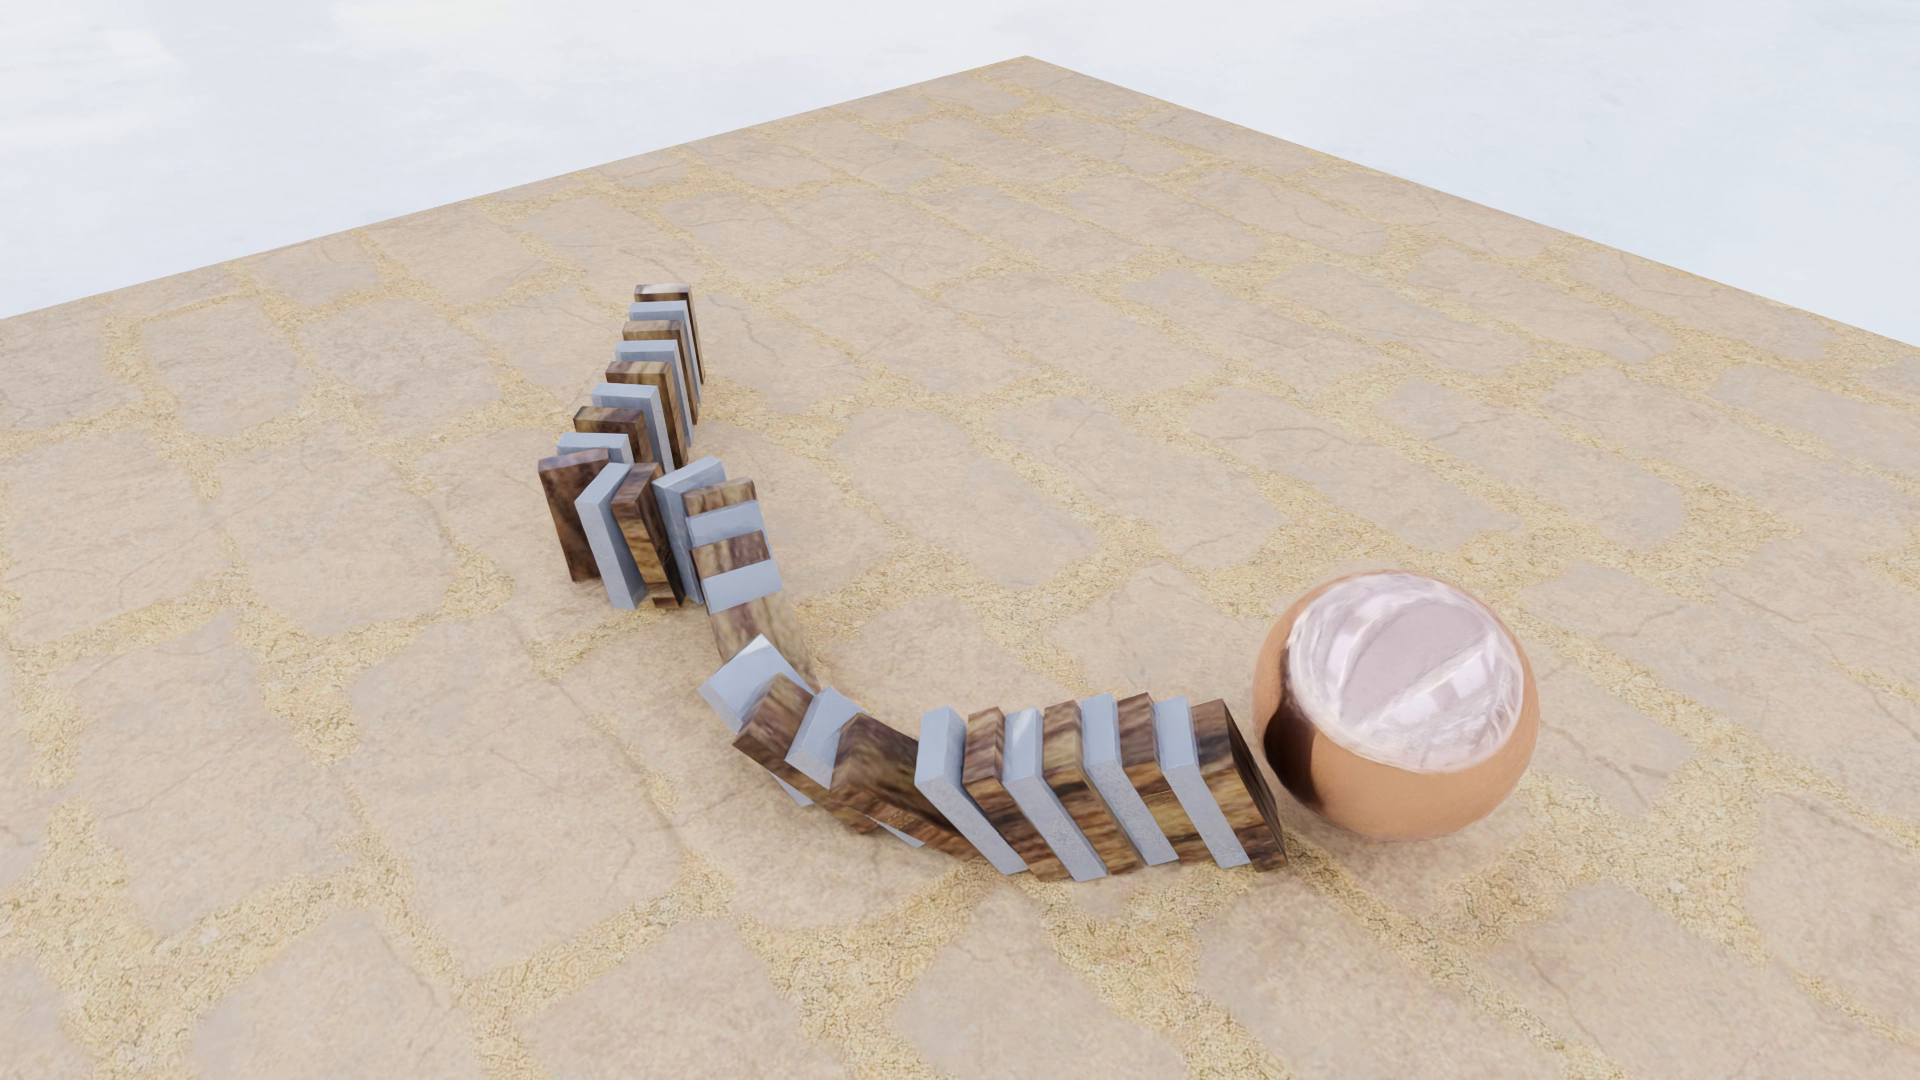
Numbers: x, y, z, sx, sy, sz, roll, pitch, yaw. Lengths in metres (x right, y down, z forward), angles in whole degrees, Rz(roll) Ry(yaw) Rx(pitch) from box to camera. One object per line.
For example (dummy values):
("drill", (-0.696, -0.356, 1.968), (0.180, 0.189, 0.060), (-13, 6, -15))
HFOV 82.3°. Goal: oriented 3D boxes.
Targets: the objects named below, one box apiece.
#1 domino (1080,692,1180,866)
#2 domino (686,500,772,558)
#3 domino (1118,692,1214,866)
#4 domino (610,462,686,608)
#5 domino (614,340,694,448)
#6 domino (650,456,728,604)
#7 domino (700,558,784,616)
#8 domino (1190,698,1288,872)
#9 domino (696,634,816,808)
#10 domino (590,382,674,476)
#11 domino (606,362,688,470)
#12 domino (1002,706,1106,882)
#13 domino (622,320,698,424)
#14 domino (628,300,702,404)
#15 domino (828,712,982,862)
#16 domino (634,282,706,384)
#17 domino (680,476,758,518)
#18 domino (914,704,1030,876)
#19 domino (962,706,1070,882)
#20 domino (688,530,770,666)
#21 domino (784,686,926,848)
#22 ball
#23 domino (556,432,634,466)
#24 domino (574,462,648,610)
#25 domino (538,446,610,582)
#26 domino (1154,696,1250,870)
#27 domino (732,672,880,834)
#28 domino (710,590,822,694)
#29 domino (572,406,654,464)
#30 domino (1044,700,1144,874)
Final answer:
("domino", (0.050, 0.071, 0.326), (0.010, 0.050, 0.025), (-20, 35, 19))
("domino", (-0.080, 0.013, 0.397), (0.025, 0.050, 0.009), (-17, 14, -20))
("domino", (0.061, 0.071, 0.325), (0.009, 0.050, 0.025), (-20, 35, 19))
("domino", (-0.113, -0.001, 0.413), (0.010, 0.050, 0.025), (-3, 38, 12))
("domino", (-0.135, -0.064, 0.490), (0.025, 0.050, 0.010), (-2, 39, -2))
("domino", (-0.097, -0.004, 0.415), (0.025, 0.050, 0.009), (-31, 36, -33))
("domino", (-0.069, 0.034, 0.375), (0.025, 0.050, 0.010), (-17, 0, -20))
("domino", (0.082, 0.073, 0.324), (0.010, 0.050, 0.025), (-20, 35, 19))
("domino", (-0.057, 0.057, 0.350), (0.050, 0.010, 0.025), (50, 51, -5))
("domino", (-0.136, -0.041, 0.462), (0.025, 0.050, 0.009), (4, 39, 5))
("domino", (-0.135, -0.053, 0.476), (0.025, 0.050, 0.009), (1, 39, 1))
("domino", (0.028, 0.075, 0.321), (0.009, 0.050, 0.025), (-20, 35, 20))
("domino", (-0.137, -0.076, 0.504), (0.025, 0.050, 0.009), (-3, 39, -4))
("domino", (-0.138, -0.087, 0.518), (0.025, 0.050, 0.010), (-3, 39, -4))
("domino", (-0.014, 0.074, 0.329), (0.050, 0.010, 0.025), (31, 40, -22))
("domino", (-0.140, -0.099, 0.532), (0.025, 0.050, 0.009), (-3, 39, -3))
("domino", (-0.084, 0.004, 0.407), (0.025, 0.050, 0.010), (-17, 21, -20))
("domino", (0.005, 0.074, 0.322), (0.009, 0.050, 0.025), (-22, 36, 23))
("domino", (0.017, 0.075, 0.321), (0.010, 0.050, 0.025), (-20, 35, 20))
("domino", (-0.075, 0.024, 0.386), (0.025, 0.050, 0.009), (-17, 5, -20))
("domino", (-0.027, 0.069, 0.336), (0.050, 0.010, 0.025), (38, 39, -15))
("ball", (0.128, 0.049, 0.328), (0.080, 0.080, 0.080), (0, 39, 0))
("domino", (-0.140, -0.019, 0.434), (0.025, 0.050, 0.010), (2, 39, 2))
("domino", (-0.127, -0.001, 0.412), (0.009, 0.050, 0.025), (6, 39, 15))
("domino", (-0.142, -0.009, 0.422), (0.025, 0.050, 0.010), (-12, 35, -12))
("domino", (0.072, 0.072, 0.325), (0.010, 0.050, 0.025), (-20, 35, 19))
("domino", (-0.043, 0.066, 0.340), (0.050, 0.010, 0.025), (38, 42, -14))
("domino", (-0.062, 0.044, 0.364), (0.025, 0.009, 0.050), (-19, 87, -22))
("domino", (-0.138, -0.030, 0.448), (0.025, 0.050, 0.009), (4, 40, 5))
("domino", (0.039, 0.073, 0.323), (0.010, 0.050, 0.025), (-20, 35, 20))
